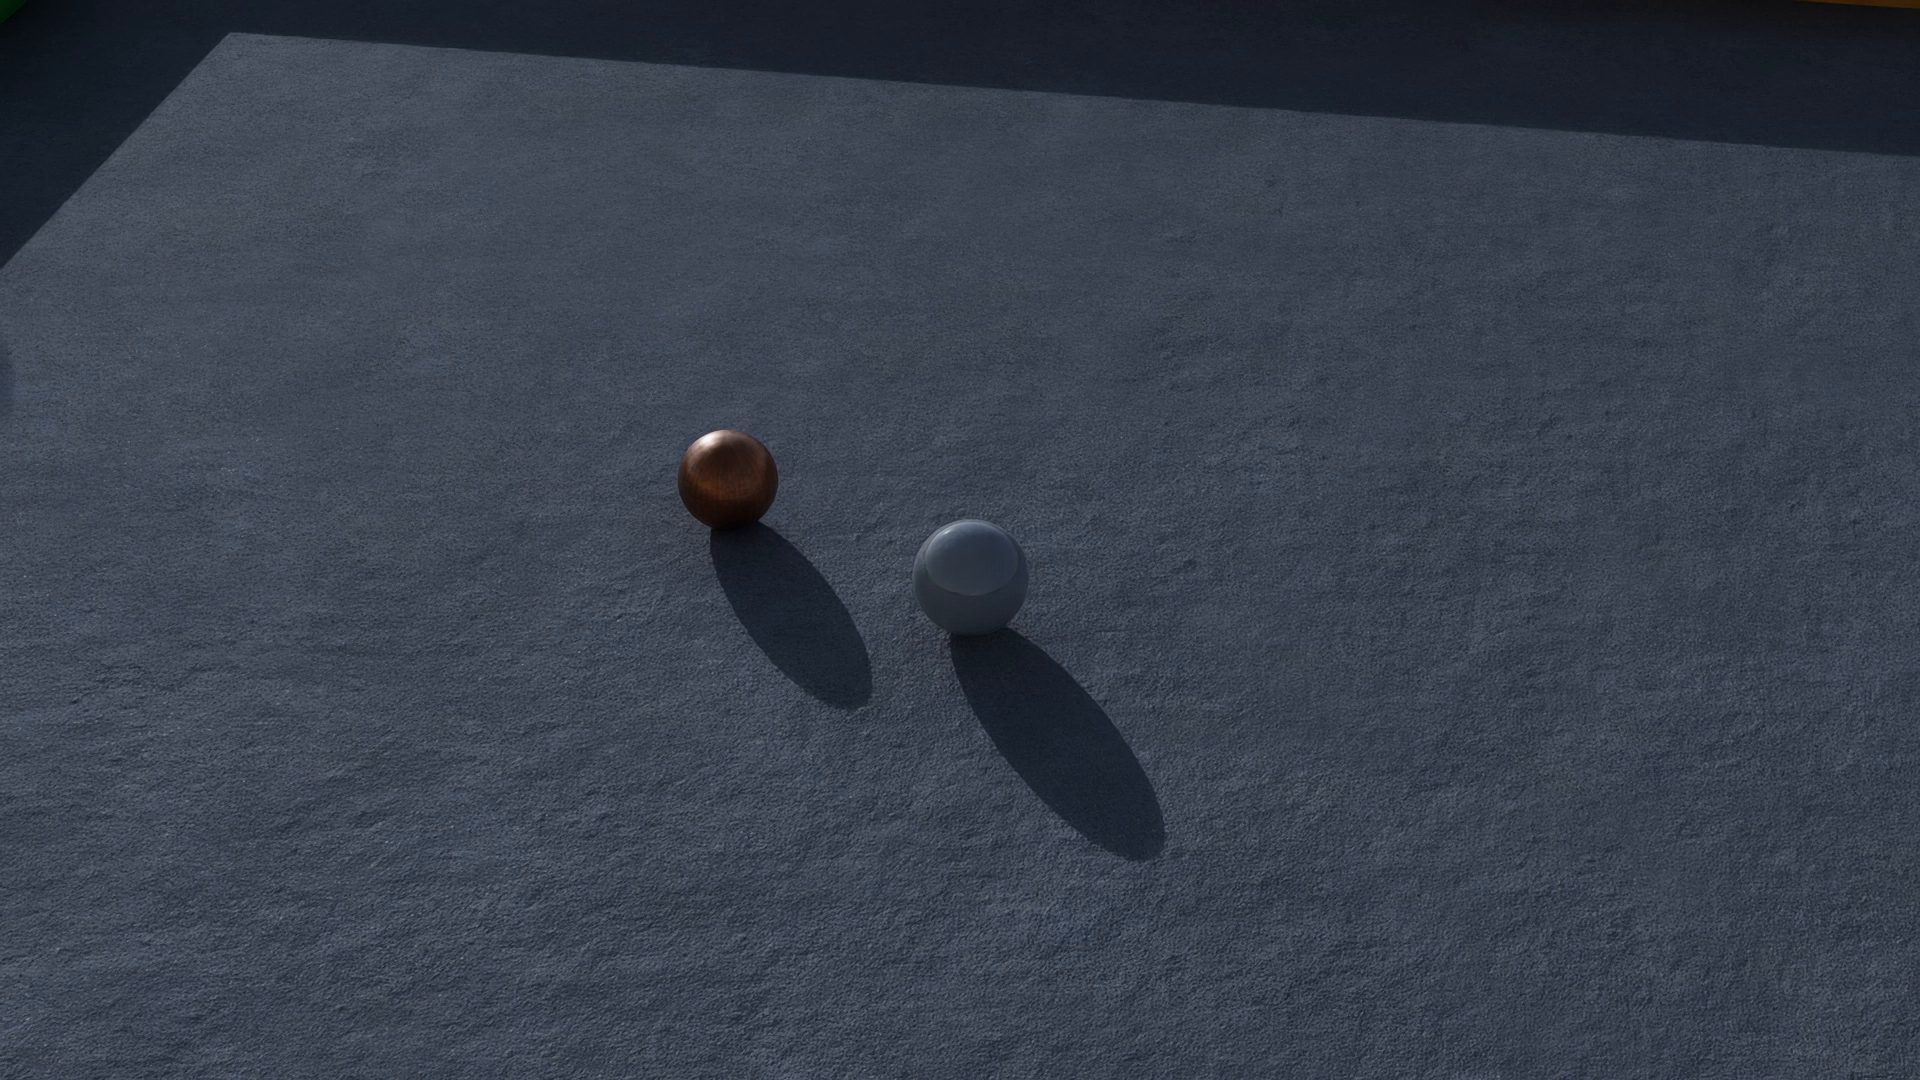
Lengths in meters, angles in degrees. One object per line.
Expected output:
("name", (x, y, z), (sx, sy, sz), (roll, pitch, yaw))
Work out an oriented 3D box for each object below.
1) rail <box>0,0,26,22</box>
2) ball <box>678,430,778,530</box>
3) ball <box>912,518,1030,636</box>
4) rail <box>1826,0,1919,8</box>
("rail", (-1.033, -0.123, 1.847), (0.045, 0.122, 2.196), (6, 36, 8))
("ball", (-0.161, -0.042, 1.780), (0.070, 0.070, 0.070), (0, 35, 0))
("ball", (0.007, 0.025, 1.680), (0.077, 0.077, 0.077), (0, 35, 0))
("rail", (1.237, -0.530, 2.421), (4.287, 0.122, 0.045), (6, 36, 8))
